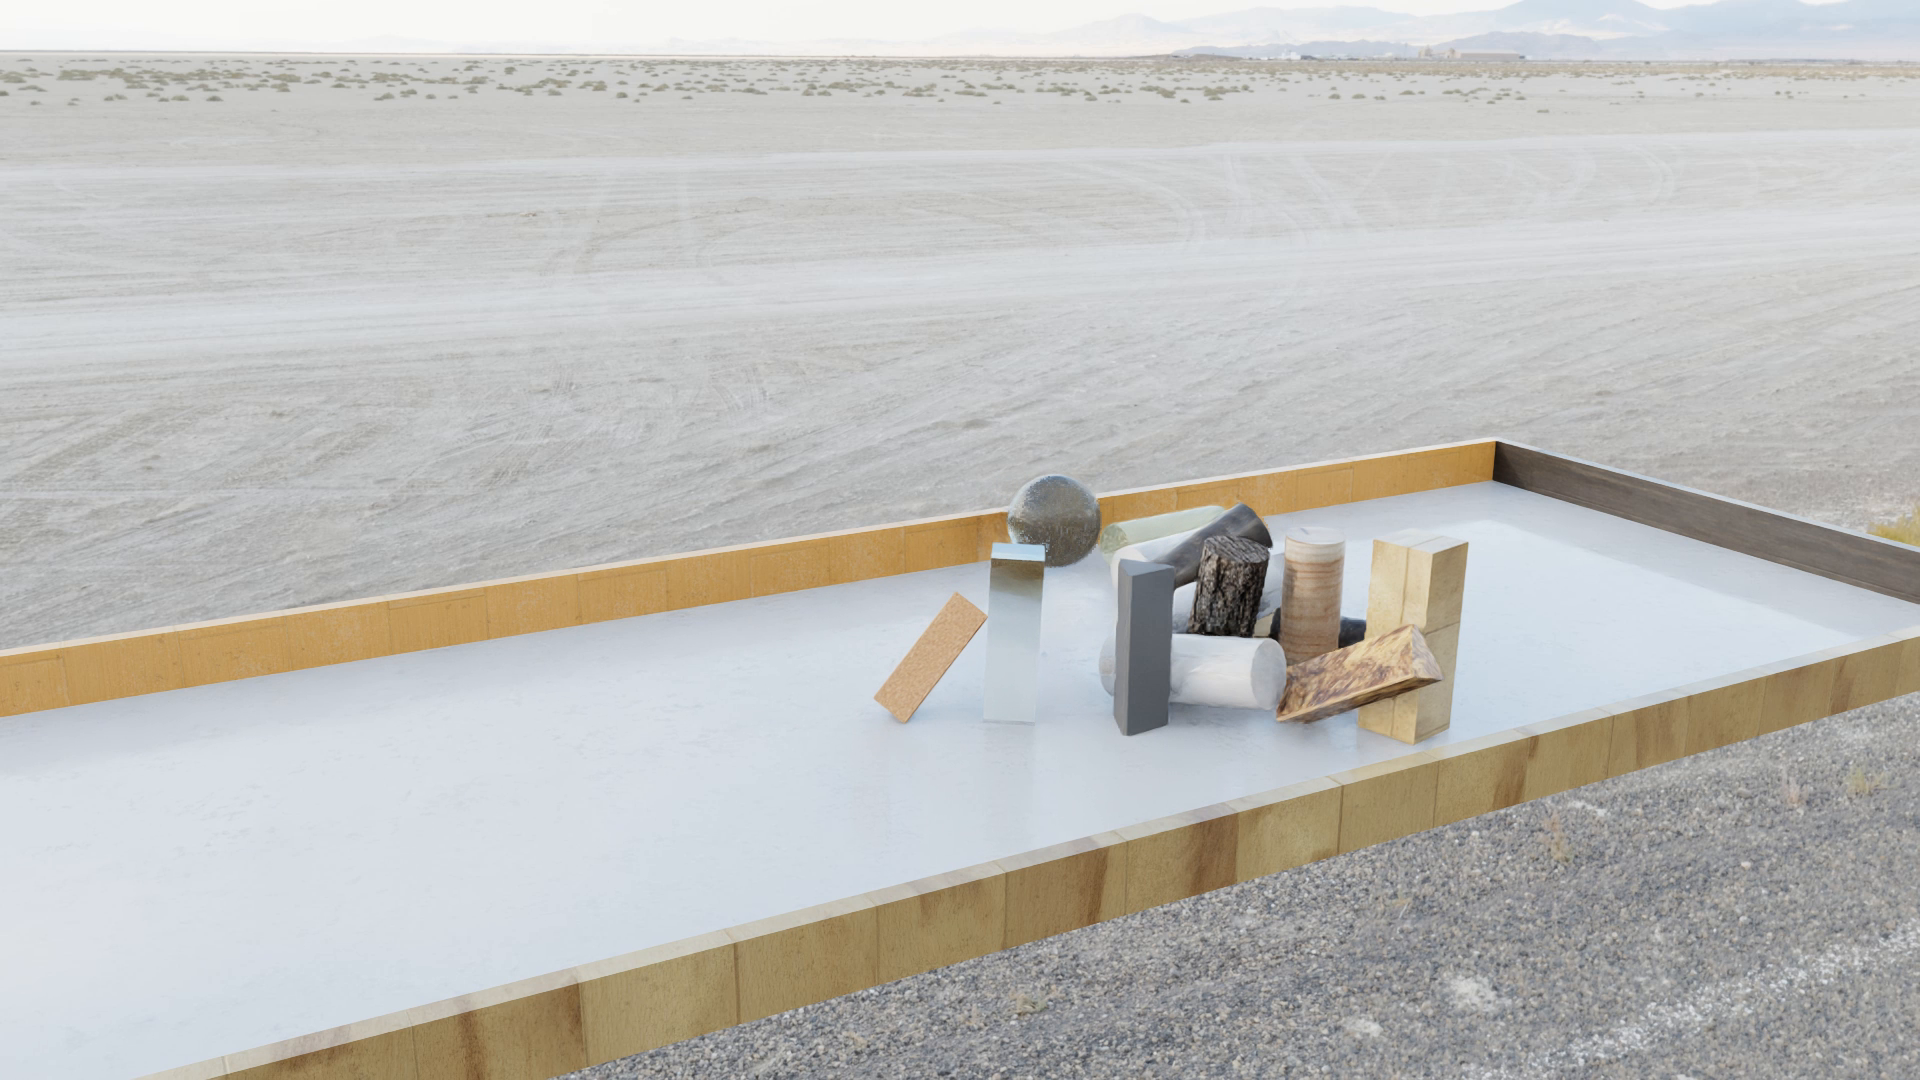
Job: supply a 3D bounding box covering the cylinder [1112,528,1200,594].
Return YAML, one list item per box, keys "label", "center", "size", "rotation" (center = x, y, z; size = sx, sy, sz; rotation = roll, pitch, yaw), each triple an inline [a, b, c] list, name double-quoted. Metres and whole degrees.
- label: "cylinder"
  center: [0.663, 0.061, 4.850]
  size: [0.444, 0.167, 0.167]
  rotation: [-13, 21, -37]

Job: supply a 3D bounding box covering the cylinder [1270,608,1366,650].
- label: "cylinder"
  center: [0.959, 0.262, 4.219]
  size: [0.307, 0.139, 0.139]
  rotation: [8, 18, 25]

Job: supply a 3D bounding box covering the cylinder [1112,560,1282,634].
- label: "cylinder"
  center: [0.626, 0.188, 4.300]
  size: [0.453, 0.158, 0.158]
  rotation: [-20, 24, -26]

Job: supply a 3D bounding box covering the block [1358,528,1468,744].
- label: "block"
  center: [1.041, 0.219, 3.798]
  size: [0.152, 0.454, 0.152]
  rotation: [-13, 21, -41]

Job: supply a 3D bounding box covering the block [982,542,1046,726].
- label: "block"
  center: [0.127, 0.221, 3.875]
  size: [0.123, 0.405, 0.123]
  rotation: [3, 17, 3]

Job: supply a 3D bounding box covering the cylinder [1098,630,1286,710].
- label: "cylinder"
  center: [0.547, 0.305, 3.903]
  size: [0.420, 0.163, 0.163]
  rotation: [1, 13, 41]

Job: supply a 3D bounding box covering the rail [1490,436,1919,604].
- label: "rail"
  center: [2.466, -0.048, 5.253]
  size: [0.050, 0.150, 2.100]
  rotation: [-9, 18, -27]

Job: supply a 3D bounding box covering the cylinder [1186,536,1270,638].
- label: "cylinder"
  center: [0.653, 0.181, 4.082]
  size: [0.161, 0.349, 0.161]
  rotation: [6, 23, -3]

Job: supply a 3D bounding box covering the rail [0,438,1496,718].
- label: "rail"
  center: [-3.305, 0.497, 3.399]
  size: [12.000, 0.150, 0.050]
  rotation: [-9, 18, -27]

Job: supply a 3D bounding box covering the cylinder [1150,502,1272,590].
- label: "cylinder"
  center: [0.656, 0.067, 4.550]
  size: [0.392, 0.156, 0.156]
  rotation: [-33, 24, -8]

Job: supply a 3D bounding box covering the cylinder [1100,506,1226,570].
- label: "cylinder"
  center: [0.643, -0.007, 5.115]
  size: [0.411, 0.147, 0.147]
  rotation: [-10, 19, -31]

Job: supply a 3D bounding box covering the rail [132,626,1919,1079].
- label: "rail"
  center: [-2.336, 1.006, 1.665]
  size: [12.000, 0.150, 0.050]
  rotation: [-9, 18, -27]

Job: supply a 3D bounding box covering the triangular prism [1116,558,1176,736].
- label: "triangular prism"
  center: [0.404, 0.244, 3.832]
  size: [0.132, 0.390, 0.114]
  rotation: [-11, 20, -32]

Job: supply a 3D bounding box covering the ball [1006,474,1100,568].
- label: "ball"
  center: [0.287, -0.059, 5.045]
  size: [0.287, 0.287, 0.287]
  rotation: [0, 16, 0]

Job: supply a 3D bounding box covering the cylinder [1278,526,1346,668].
- label: "cylinder"
  center: [0.866, 0.173, 4.069]
  size: [0.145, 0.389, 0.145]
  rotation: [0, 18, 0]

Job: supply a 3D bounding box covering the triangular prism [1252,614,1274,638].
- label: "triangular prism"
  center: [0.772, 0.185, 4.491]
  size: [0.448, 0.125, 0.144]
  rotation: [-6, 18, -19]

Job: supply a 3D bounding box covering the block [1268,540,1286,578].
- label: "block"
  center: [0.813, 0.101, 4.793]
  size: [0.371, 0.123, 0.123]
  rotation: [-13, 21, -37]

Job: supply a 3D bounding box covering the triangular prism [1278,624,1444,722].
- label: "triangular prism"
  center: [0.892, 0.303, 3.746]
  size: [0.355, 0.124, 0.144]
  rotation: [-26, -23, 38]

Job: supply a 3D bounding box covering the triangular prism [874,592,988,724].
- label: "triangular prism"
  center: [-0.067, 0.279, 3.923]
  size: [0.098, 0.319, 0.084]
  rotation: [38, -1, 4]
